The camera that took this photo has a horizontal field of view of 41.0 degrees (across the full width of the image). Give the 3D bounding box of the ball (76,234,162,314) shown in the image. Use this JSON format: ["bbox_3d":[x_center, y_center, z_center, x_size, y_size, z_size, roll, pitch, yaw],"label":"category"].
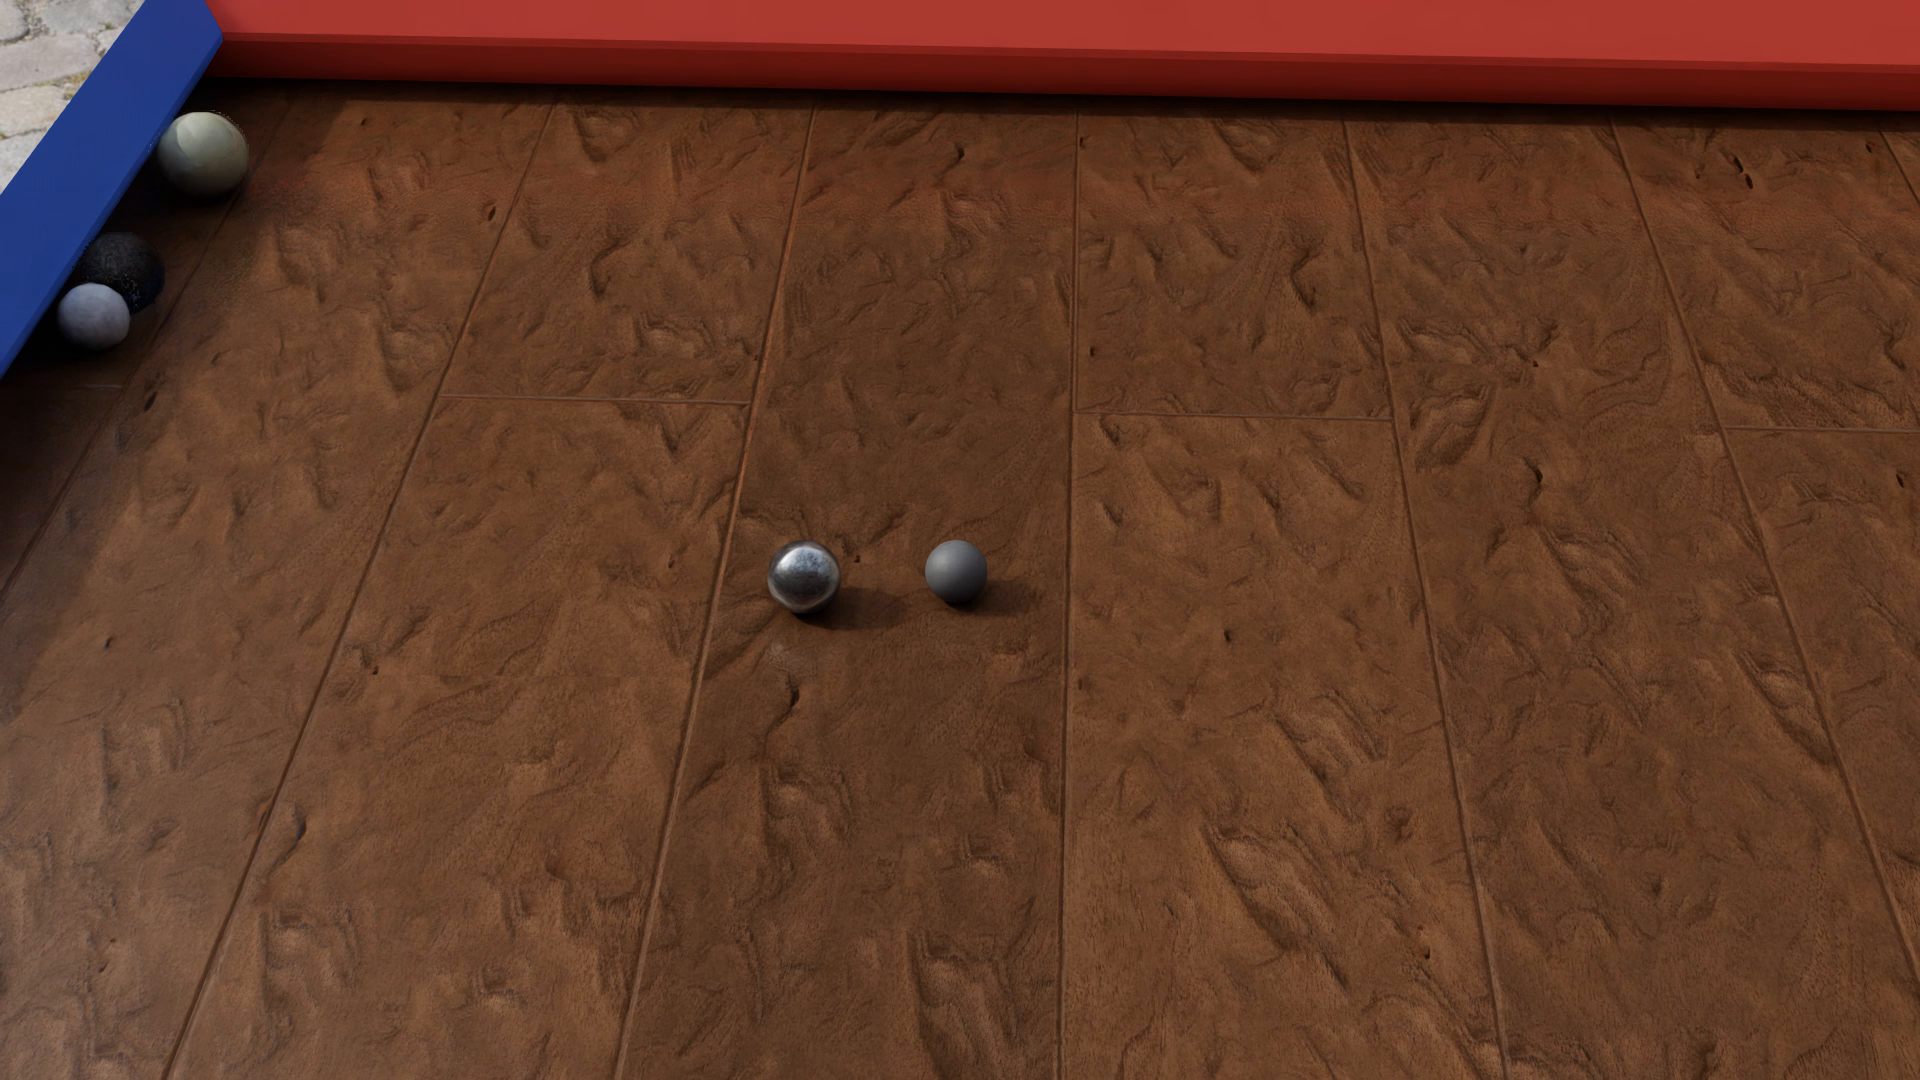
[{"bbox_3d":[-0.691,-0.218,2.109,0.067,0.067,0.067,0,35,0],"label":"ball"}]

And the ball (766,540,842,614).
[{"bbox_3d":[-0.108,0.026,1.780,0.052,0.052,0.052,0,35,0],"label":"ball"}]

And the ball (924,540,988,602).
[{"bbox_3d":[-0.003,0.022,1.792,0.044,0.044,0.044,0,35,0],"label":"ball"}]

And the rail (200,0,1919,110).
[{"bbox_3d":[0.810,-0.448,2.382,3.104,0.123,0.045,2,35,2],"label":"rail"}]

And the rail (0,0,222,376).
[{"bbox_3d":[-0.752,-0.048,1.820,0.045,0.123,1.568,2,35,2],"label":"rail"}]

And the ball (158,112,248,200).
[{"bbox_3d":[-0.671,-0.341,2.273,0.077,0.077,0.077,0,35,0],"label":"ball"}]

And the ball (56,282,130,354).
[{"bbox_3d":[-0.697,-0.178,2.062,0.057,0.057,0.057,0,35,0],"label":"ball"}]
